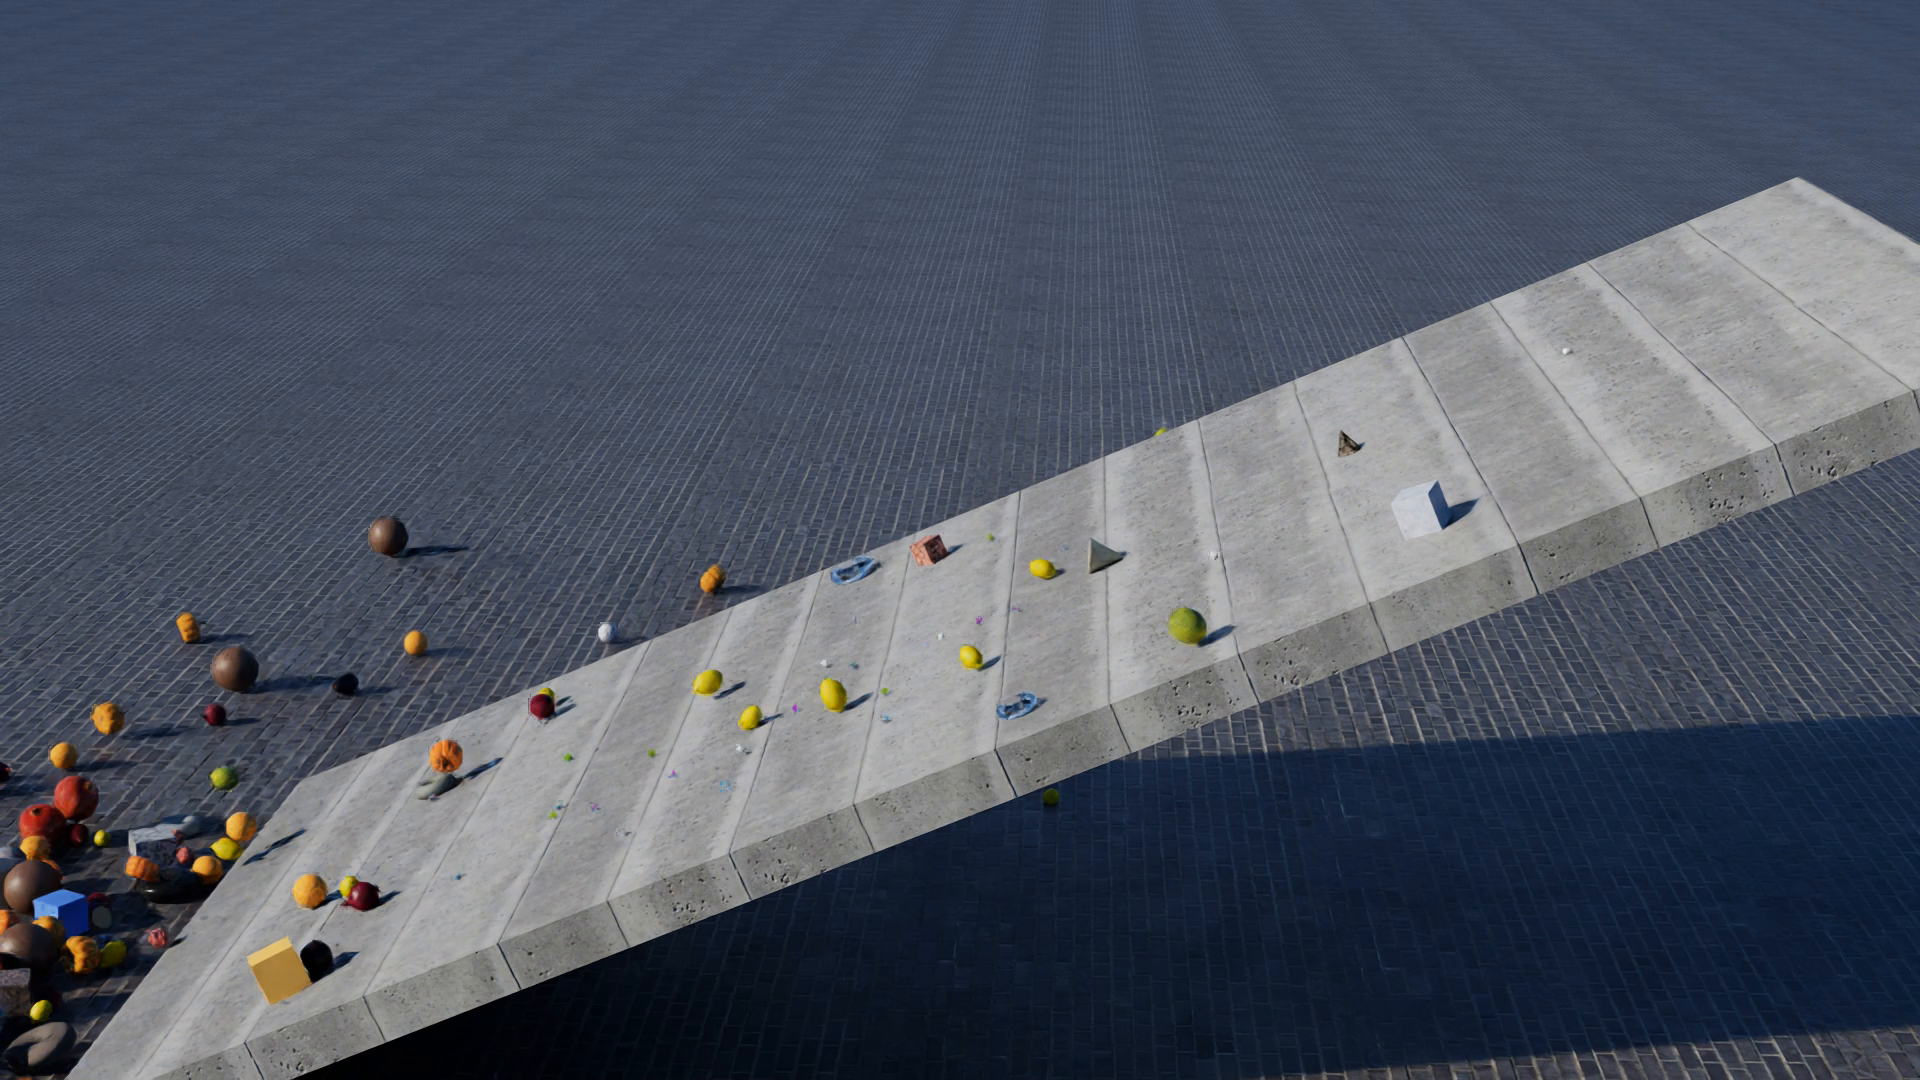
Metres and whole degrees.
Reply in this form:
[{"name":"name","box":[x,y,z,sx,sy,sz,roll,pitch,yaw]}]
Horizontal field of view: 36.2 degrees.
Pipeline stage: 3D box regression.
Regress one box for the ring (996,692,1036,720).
[{"name":"ring","box":[0.105,0.308,5.462,0.080,0.027,0.080,-22,13,5]}]

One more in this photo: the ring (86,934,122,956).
[{"name":"ring","box":[-1.938,0.918,6.660,0.083,0.028,0.083,3,15,-1]}]

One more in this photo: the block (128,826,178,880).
[{"name":"block","box":[-1.959,0.759,7.140,0.096,0.096,0.096,-7,16,-25]}]

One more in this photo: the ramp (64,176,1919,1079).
[{"name":"ramp","box":[0.128,0.172,6.287,4.000,0.100,2.000,-22,12,8]}]

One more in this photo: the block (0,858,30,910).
[{"name":"block","box":[-2.266,0.811,6.944,0.093,0.093,0.093,2,15,9]}]

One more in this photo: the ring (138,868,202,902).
[{"name":"ring","box":[-1.879,0.822,6.992,0.147,0.049,0.147,-1,14,0]}]

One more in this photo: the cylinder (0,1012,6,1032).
[{"name":"cylinder","box":[-2.044,1.017,6.198,0.060,0.060,0.060,-6,-6,-20]}]

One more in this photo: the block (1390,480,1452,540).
[{"name":"block","box":[0.861,-0.056,5.488,0.075,0.075,0.075,-17,14,29]}]

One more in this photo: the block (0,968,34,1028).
[{"name":"block","box":[-2.034,0.980,6.287,0.094,0.094,0.094,-4,15,-14]}]

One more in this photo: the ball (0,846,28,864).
[{"name":"ball","box":[-2.294,0.777,7.097,0.081,0.081,0.081,0,14,0]}]

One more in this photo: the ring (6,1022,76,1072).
[{"name":"ring","box":[-1.898,1.045,6.070,0.149,0.050,0.149,-17,16,5]}]

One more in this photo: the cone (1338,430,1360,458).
[{"name":"cone","box":[0.820,-0.212,6.265,0.053,0.053,0.053,-22,12,5]}]

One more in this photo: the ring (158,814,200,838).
[{"name":"ring","box":[-1.967,0.722,7.403,0.110,0.037,0.110,-1,15,0]}]

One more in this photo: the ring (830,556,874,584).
[{"name":"ring","box":[-0.260,0.073,7.090,0.111,0.037,0.111,-21,13,5]}]

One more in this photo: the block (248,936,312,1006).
[{"name":"block","box":[-1.324,0.838,5.720,0.087,0.087,0.087,-27,13,-15]}]

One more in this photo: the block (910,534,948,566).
[{"name":"block","box":[-0.073,0.025,6.910,0.054,0.054,0.054,-33,15,-36]}]

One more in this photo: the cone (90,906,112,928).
[{"name":"cone","box":[-2.001,0.880,6.815,0.052,0.052,0.052,-23,-4,41]}]

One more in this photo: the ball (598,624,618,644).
[{"name":"ball","box":[-1.082,0.287,9.036,0.063,0.063,0.063,0,14,0]}]

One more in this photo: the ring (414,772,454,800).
[{"name":"ring","box":[-1.211,0.567,6.777,0.097,0.032,0.097,-21,12,5]}]

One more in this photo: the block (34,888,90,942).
[{"name":"block","box":[-2.066,0.862,6.763,0.084,0.084,0.084,10,17,33]}]

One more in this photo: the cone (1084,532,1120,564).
[{"name":"cone","box":[0.312,0.035,6.210,0.076,0.076,0.076,30,20,8]}]
